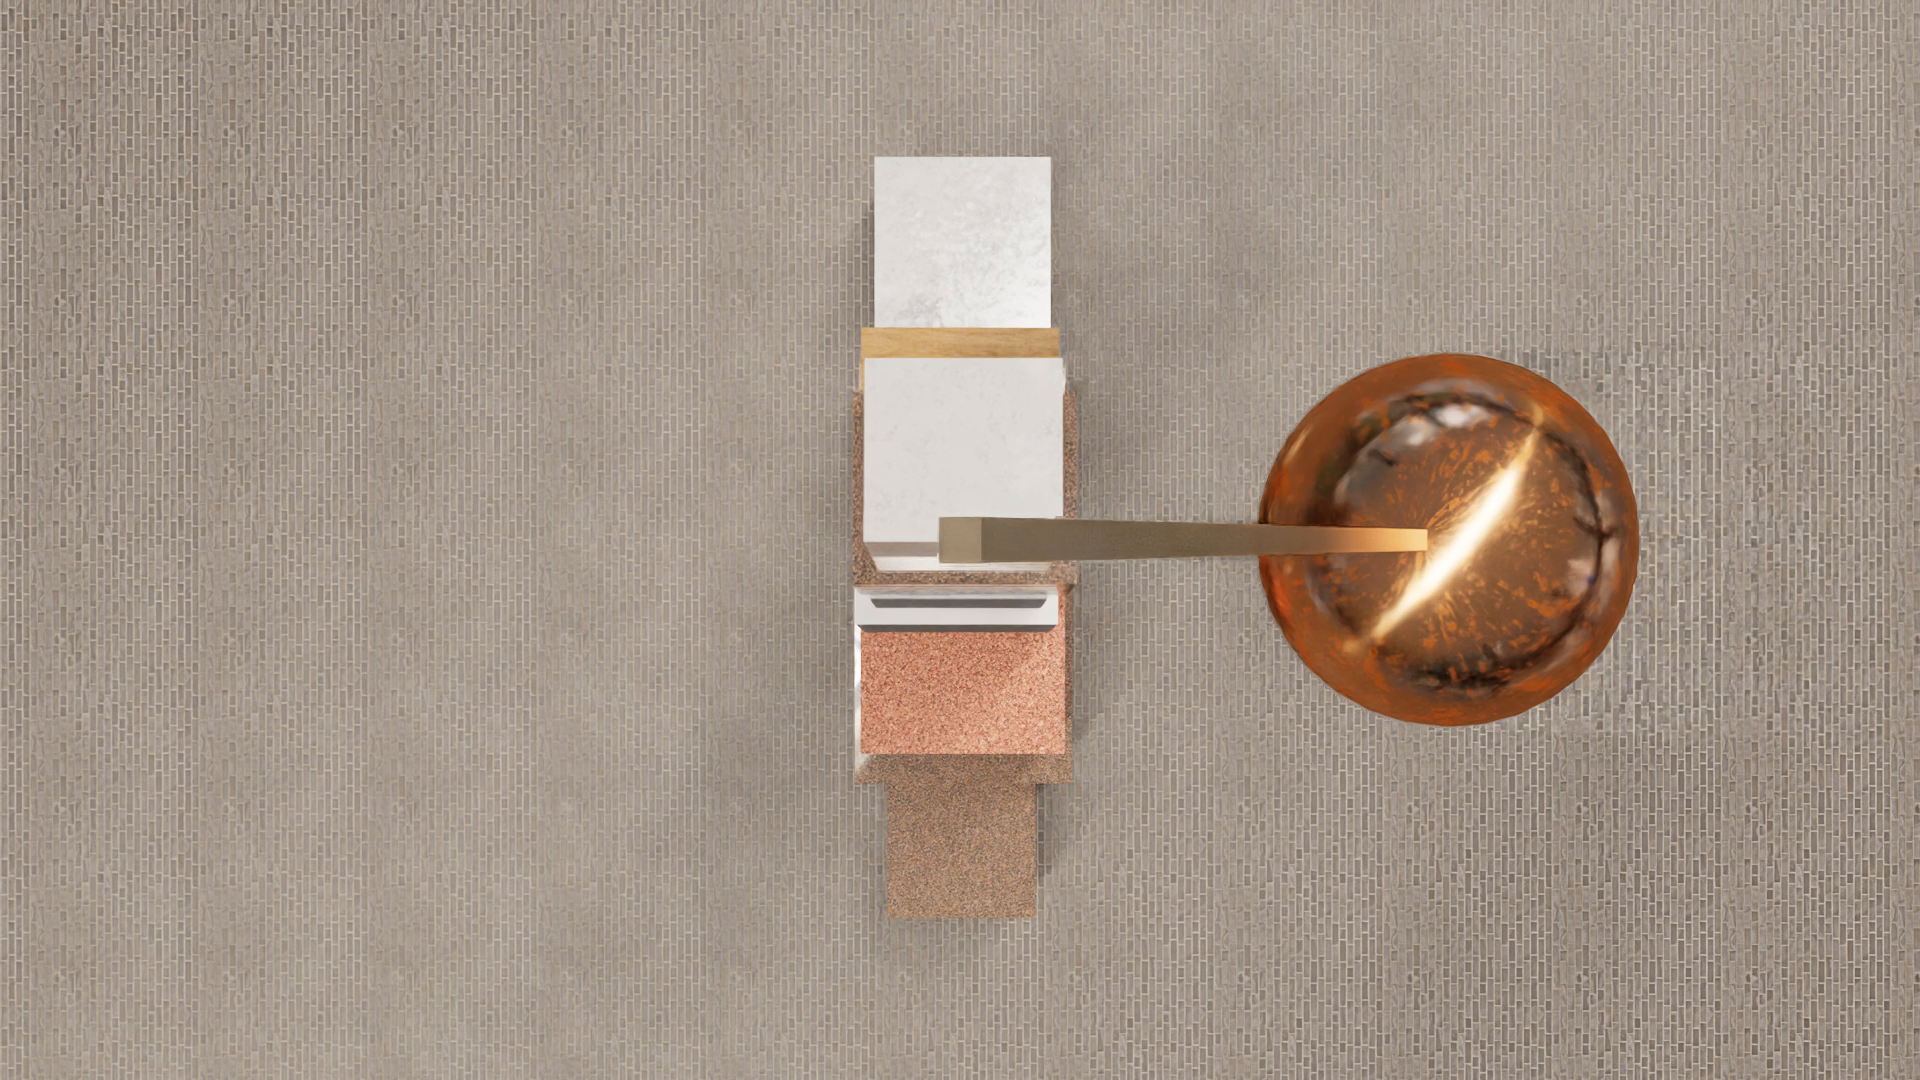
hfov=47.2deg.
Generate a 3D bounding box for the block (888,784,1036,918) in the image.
[{"bbox_3d":[0.008,1.700,12.561,0.816,0.878,0.764,0,90,0],"label":"block"}]

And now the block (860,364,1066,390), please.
[{"bbox_3d":[0.013,-0.394,12.480,1.123,1.041,1.125,0,90,0],"label":"block"}]

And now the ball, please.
[{"bbox_3d":[2.074,0.000,9.408,1.600,1.600,1.600,0,90,0],"label":"ball"}]

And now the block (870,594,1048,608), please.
[{"bbox_3d":[-0.006,-0.108,9.419,0.729,0.698,0.760,0,85,0],"label":"block"}]

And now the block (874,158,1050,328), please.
[{"bbox_3d":[0.014,-1.525,12.479,0.956,1.043,1.116,0,90,0],"label":"block"}]

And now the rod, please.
[{"bbox_3d":[0.899,0.000,6.218,0.080,5.200,0.080,0,90,20],"label":"rod"}]

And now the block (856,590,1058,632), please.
[{"bbox_3d":[-0.015,-0.039,10.271,0.897,1.006,0.904,0,86,0],"label":"block"}]

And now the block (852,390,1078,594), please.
[{"bbox_3d":[0.019,-0.172,8.714,0.852,0.718,0.736,0,85,0],"label":"block"}]

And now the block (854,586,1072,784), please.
[{"bbox_3d":[0.018,0.743,12.409,1.166,1.181,1.130,0,90,0],"label":"block"}]

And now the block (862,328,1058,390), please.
[{"bbox_3d":[0.001,-0.482,11.382,0.970,1.151,1.127,0,90,0],"label":"block"}]

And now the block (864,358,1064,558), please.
[{"bbox_3d":[0.012,-0.286,8.005,0.691,0.714,0.644,0,85,0],"label":"block"}]

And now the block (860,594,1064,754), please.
[{"bbox_3d":[0.013,0.569,11.292,1.000,1.053,0.956,0,90,0],"label":"block"}]
